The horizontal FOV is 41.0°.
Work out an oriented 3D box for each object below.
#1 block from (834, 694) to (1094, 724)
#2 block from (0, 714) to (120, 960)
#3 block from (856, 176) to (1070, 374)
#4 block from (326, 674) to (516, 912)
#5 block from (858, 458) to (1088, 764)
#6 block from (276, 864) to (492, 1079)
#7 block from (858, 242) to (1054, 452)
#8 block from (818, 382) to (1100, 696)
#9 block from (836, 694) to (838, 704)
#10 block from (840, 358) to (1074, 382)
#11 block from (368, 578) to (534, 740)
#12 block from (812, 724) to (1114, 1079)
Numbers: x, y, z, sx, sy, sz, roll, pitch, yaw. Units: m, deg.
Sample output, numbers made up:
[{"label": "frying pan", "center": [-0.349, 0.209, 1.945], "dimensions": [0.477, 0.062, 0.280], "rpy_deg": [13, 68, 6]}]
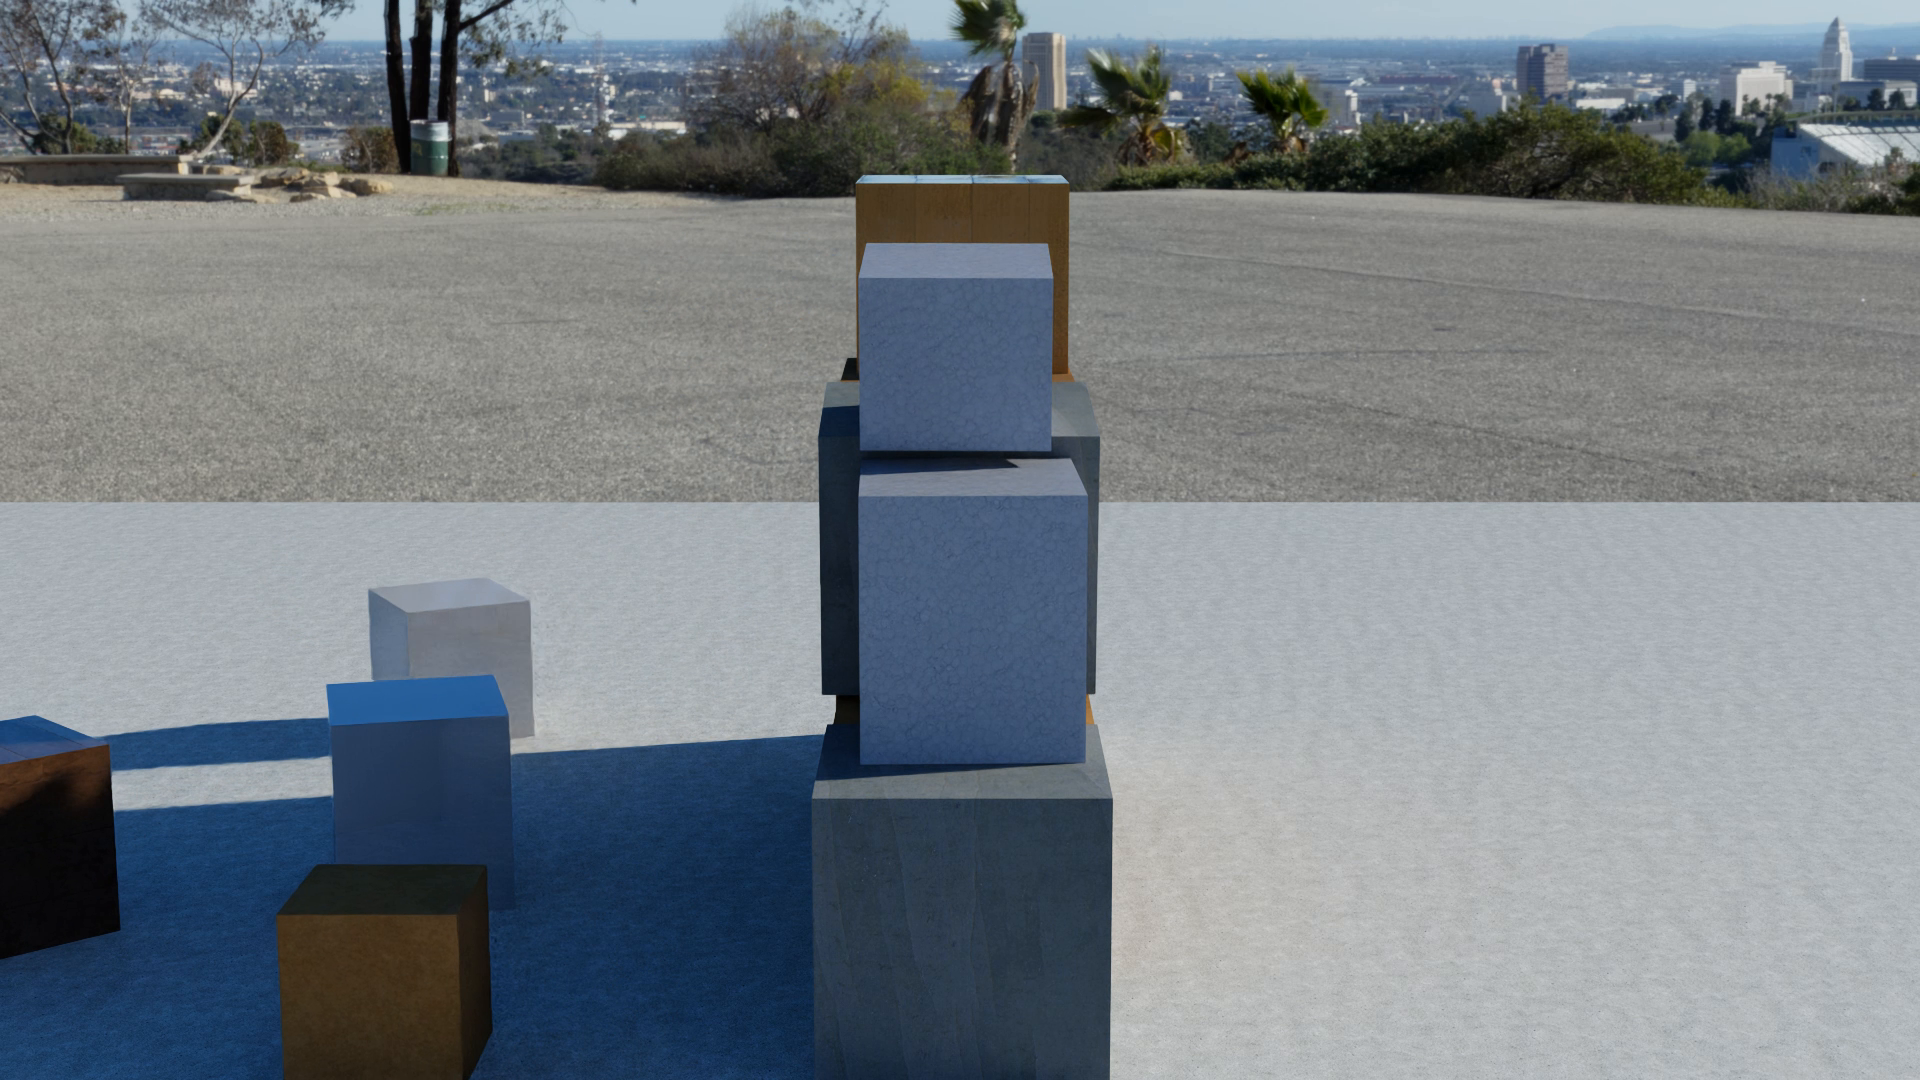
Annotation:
[{"label": "block", "center": [0.015, 1.149, 10.410], "dimensions": [1.016, 1.014, 0.905], "rpy_deg": [0, 10, 0]}, {"label": "block", "center": [-3.989, 1.231, 10.565], "dimensions": [0.744, 0.797, 0.681], "rpy_deg": [-10, 14, -43]}, {"label": "block", "center": [0.010, -1.227, 11.725], "dimensions": [0.935, 0.837, 0.894], "rpy_deg": [0, 10, 0]}, {"label": "block", "center": [-2.343, 1.104, 11.112], "dimensions": [0.730, 0.853, 0.760], "rpy_deg": [-3, 11, -15]}, {"label": "block", "center": [0.035, 0.244, 9.664], "dimensions": [0.817, 0.983, 0.927], "rpy_deg": [0, 10, -1]}, {"label": "block", "center": [-2.048, 1.559, 9.187], "dimensions": [0.624, 0.646, 0.572], "rpy_deg": [0, 10, 0]}, {"label": "block", "center": [-0.014, -0.768, 10.063], "dimensions": [0.730, 0.668, 0.751], "rpy_deg": [0, 17, 0]}, {"label": "block", "center": [-0.010, -0.025, 10.616], "dimensions": [1.101, 1.070, 0.943], "rpy_deg": [0, 17, -1]}, {"label": "block", "center": [0.006, 0.942, 11.327], "dimensions": [1.061, 1.093, 0.958], "rpy_deg": [0, 10, 0]}, {"label": "block", "center": [-0.015, -0.227, 11.621], "dimensions": [1.014, 1.095, 0.984], "rpy_deg": [0, 10, -1]}, {"label": "block", "center": [-2.752, 0.658, 13.867], "dimensions": [0.665, 0.743, 0.734], "rpy_deg": [-6, 12, -28]}, {"label": "block", "center": [0.008, 1.311, 9.447], "dimensions": [1.040, 1.040, 1.028], "rpy_deg": [0, 10, 0]}]
